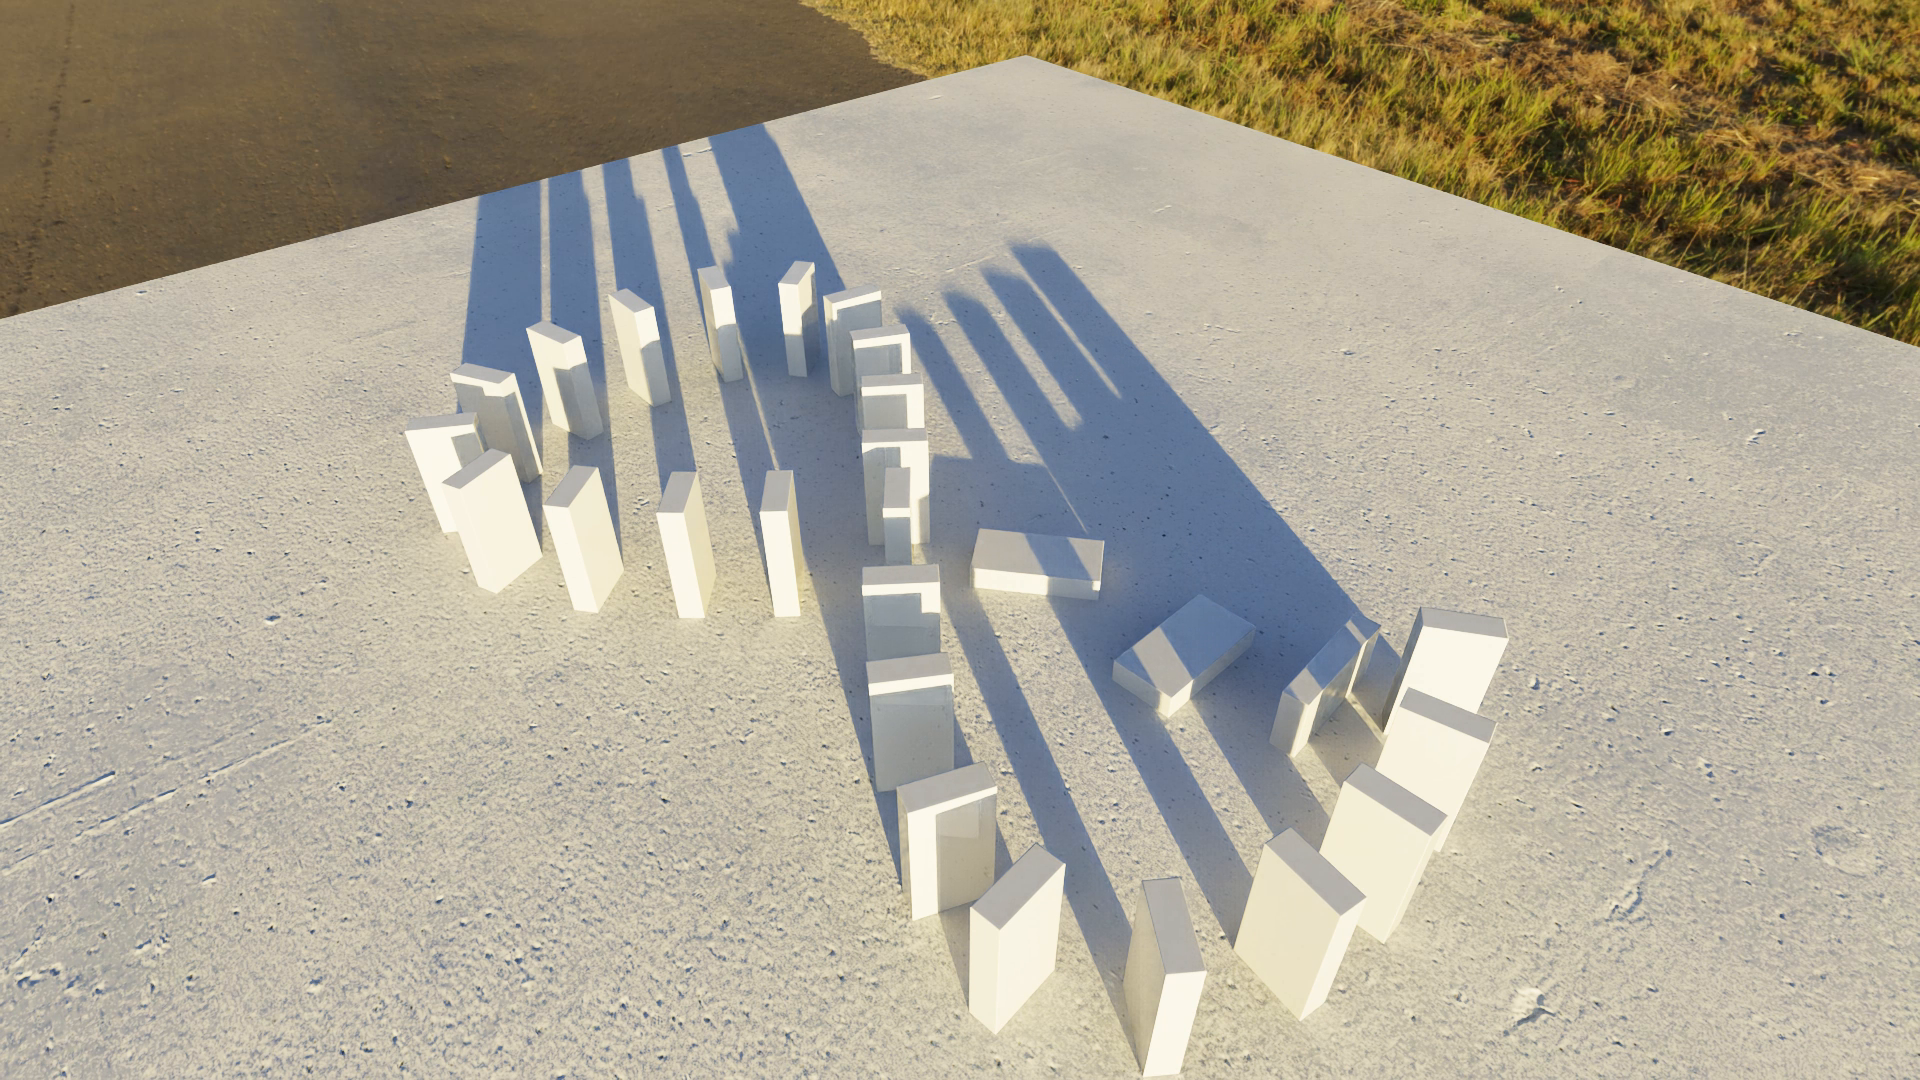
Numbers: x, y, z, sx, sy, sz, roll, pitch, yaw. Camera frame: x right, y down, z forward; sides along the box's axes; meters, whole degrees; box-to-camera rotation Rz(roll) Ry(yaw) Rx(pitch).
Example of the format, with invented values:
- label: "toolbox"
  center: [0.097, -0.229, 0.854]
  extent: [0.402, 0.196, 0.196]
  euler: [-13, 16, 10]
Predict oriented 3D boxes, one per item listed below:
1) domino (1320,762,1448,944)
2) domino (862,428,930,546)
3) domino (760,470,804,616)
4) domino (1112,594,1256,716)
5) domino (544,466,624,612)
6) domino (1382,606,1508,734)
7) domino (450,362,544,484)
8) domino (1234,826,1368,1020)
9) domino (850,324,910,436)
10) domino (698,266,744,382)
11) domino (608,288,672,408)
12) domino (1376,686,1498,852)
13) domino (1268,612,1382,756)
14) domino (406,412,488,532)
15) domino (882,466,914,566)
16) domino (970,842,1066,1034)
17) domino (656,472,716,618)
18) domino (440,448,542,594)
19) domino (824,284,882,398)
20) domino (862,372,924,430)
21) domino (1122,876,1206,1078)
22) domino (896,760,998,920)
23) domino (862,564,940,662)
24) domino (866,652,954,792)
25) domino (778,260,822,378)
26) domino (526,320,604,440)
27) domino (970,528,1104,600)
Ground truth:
- label: "domino"
  center: [0.115, 0.087, 0.305]
  extent: [0.010, 0.050, 0.025]
  euler: [-32, 49, -33]
- label: "domino"
  center: [-0.025, -0.021, 0.437]
  extent: [0.025, 0.050, 0.009]
  euler: [-2, 39, -3]
- label: "domino"
  center: [-0.066, 0.002, 0.409]
  extent: [0.010, 0.050, 0.025]
  euler: [-1, 39, -2]
- label: "domino"
  center: [0.081, 0.040, 0.394]
  extent: [0.050, 0.010, 0.025]
  euler: [-32, 49, -33]
- label: "domino"
  center: [-0.140, 0.000, 0.412]
  extent: [0.009, 0.050, 0.025]
  euler: [6, 40, 7]
- label: "domino"
  center: [0.156, 0.045, 0.357]
  extent: [0.025, 0.050, 0.009]
  euler: [8, 40, 10]
- label: "domino"
  center: [-0.198, -0.050, 0.472]
  extent: [0.025, 0.050, 0.009]
  euler: [14, 41, 16]
- label: "domino"
  center: [0.088, 0.101, 0.288]
  extent: [0.010, 0.050, 0.025]
  euler: [-23, 45, -25]
- label: "domino"
  center: [-0.035, -0.072, 0.499]
  extent: [0.025, 0.050, 0.010]
  euler: [-10, 40, -12]
- label: "domino"
  center: [-0.118, -0.106, 0.541]
  extent: [0.009, 0.050, 0.025]
  euler: [-16, 42, -19]
- label: "domino"
  center: [-0.152, -0.091, 0.523]
  extent: [0.009, 0.050, 0.025]
  euler: [-29, 48, -31]
- label: "domino"
  center: [0.138, 0.069, 0.327]
  extent: [0.025, 0.050, 0.009]
  euler: [23, 44, 25]
- label: "domino"
  center: [0.124, 0.048, 0.372]
  extent: [0.009, 0.025, 0.050]
  euler: [30, 48, 32]
- label: "domino"
  center: [-0.202, -0.027, 0.444]
  extent: [0.025, 0.050, 0.010]
  euler: [-7, 40, -8]
- label: "domino"
  center: [-0.023, 0.000, 0.411]
  extent: [0.009, 0.050, 0.025]
  euler: [-1, 39, -1]
- label: "domino"
  center: [0.014, 0.104, 0.285]
  extent: [0.009, 0.050, 0.025]
  euler: [30, 48, 31]
- label: "domino"
  center: [-0.101, 0.002, 0.409]
  extent: [0.010, 0.050, 0.025]
  euler: [0, 39, 0]
- label: "domino"
  center: [-0.178, -0.007, 0.420]
  extent: [0.010, 0.050, 0.025]
  euler: [17, 42, 20]
- label: "domino"
  center: [-0.050, -0.096, 0.528]
  extent: [0.025, 0.050, 0.010]
  euler: [-21, 44, -24]
- label: "domino"
  center: [-0.028, -0.046, 0.468]
  extent: [0.025, 0.050, 0.010]
  euler: [-4, 39, -5]
- label: "domino"
  center: [0.051, 0.110, 0.277]
  extent: [0.009, 0.050, 0.025]
  euler: [-3, 39, -4]
- label: "domino"
  center: [-0.004, 0.085, 0.308]
  extent: [0.025, 0.050, 0.010]
  euler: [-13, 41, -16]
- label: "domino"
  center: [-0.019, 0.031, 0.374]
  extent: [0.025, 0.050, 0.009]
  euler: [-2, 39, -3]
- label: "domino"
  center: [-0.015, 0.057, 0.342]
  extent: [0.025, 0.050, 0.010]
  euler: [-6, 40, -7]
- label: "domino"
  center: [-0.079, -0.109, 0.545]
  extent: [0.009, 0.050, 0.025]
  euler: [8, 40, 9]
- label: "domino"
  center: [-0.179, -0.072, 0.500]
  extent: [0.025, 0.050, 0.009]
  euler: [24, 45, 27]
- label: "domino"
  center: [0.030, 0.009, 0.432]
  extent: [0.050, 0.010, 0.025]
  euler: [6, 40, 7]
